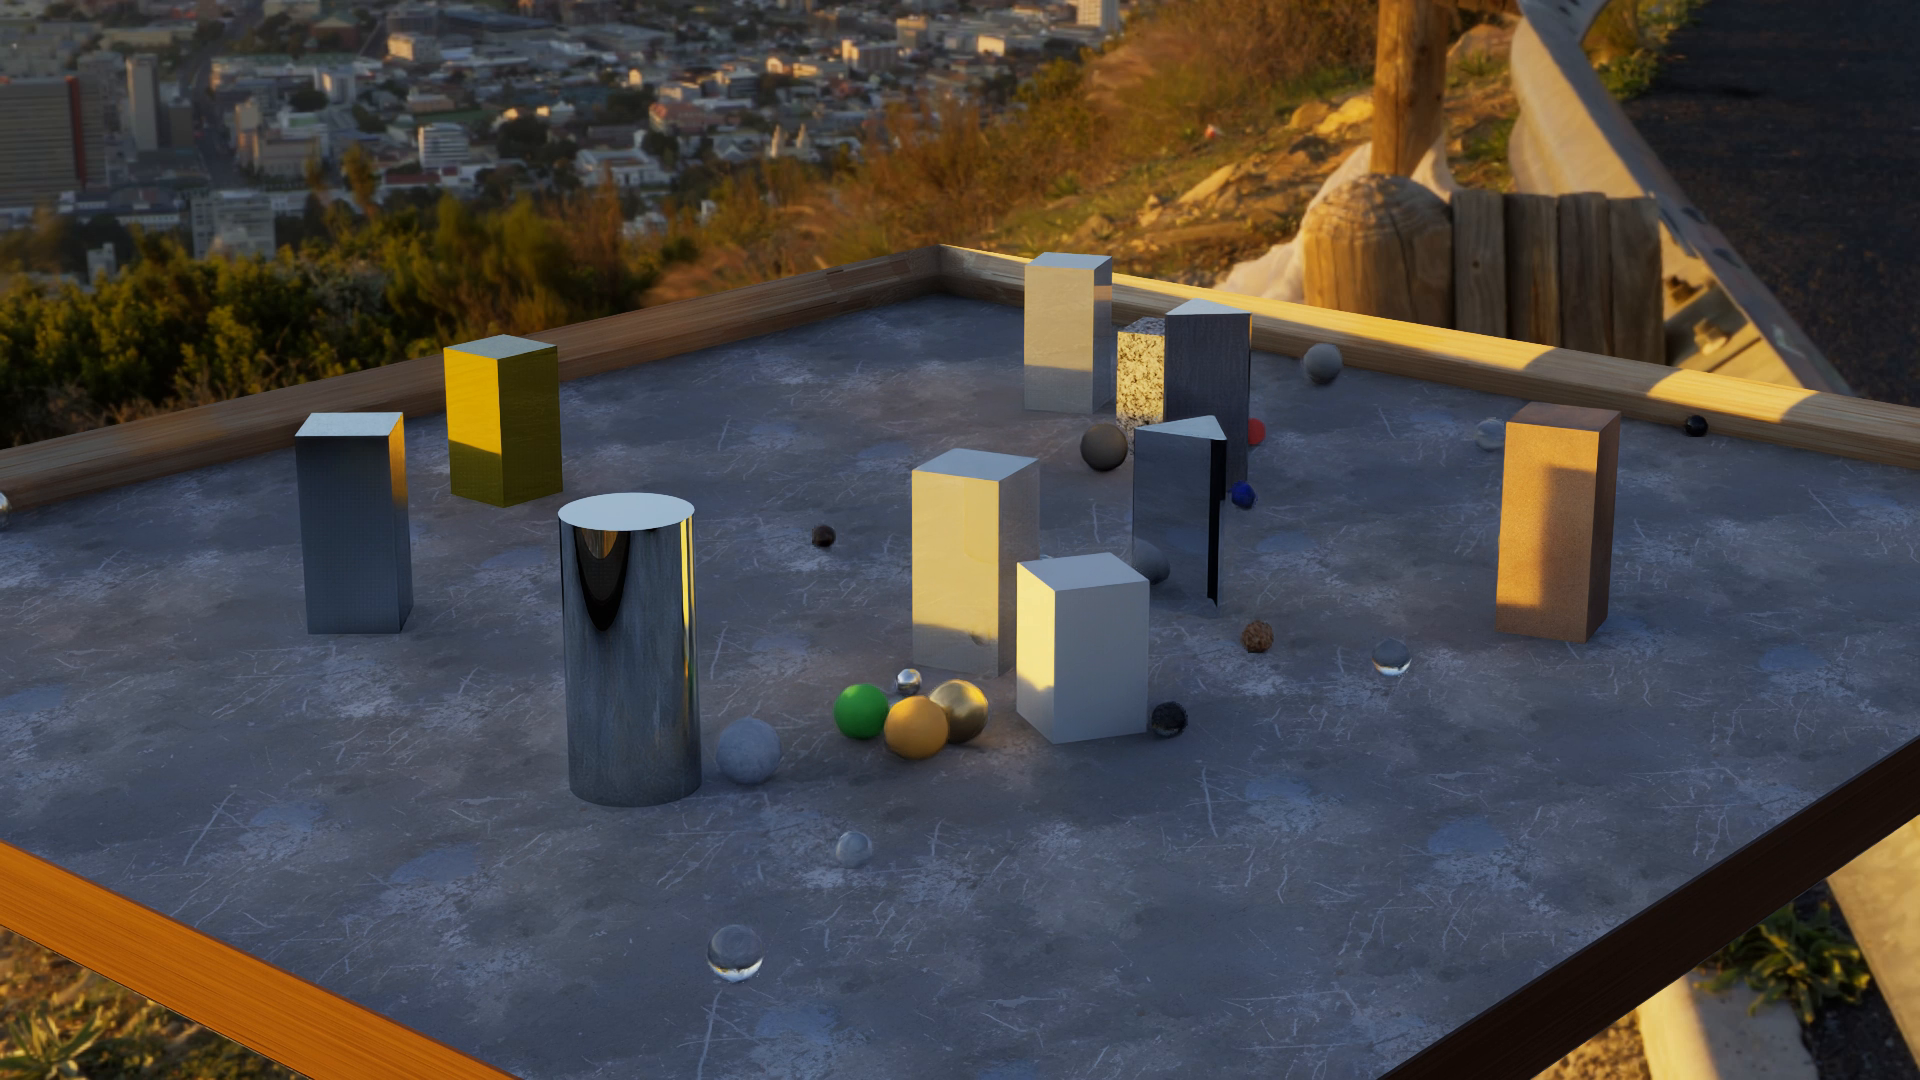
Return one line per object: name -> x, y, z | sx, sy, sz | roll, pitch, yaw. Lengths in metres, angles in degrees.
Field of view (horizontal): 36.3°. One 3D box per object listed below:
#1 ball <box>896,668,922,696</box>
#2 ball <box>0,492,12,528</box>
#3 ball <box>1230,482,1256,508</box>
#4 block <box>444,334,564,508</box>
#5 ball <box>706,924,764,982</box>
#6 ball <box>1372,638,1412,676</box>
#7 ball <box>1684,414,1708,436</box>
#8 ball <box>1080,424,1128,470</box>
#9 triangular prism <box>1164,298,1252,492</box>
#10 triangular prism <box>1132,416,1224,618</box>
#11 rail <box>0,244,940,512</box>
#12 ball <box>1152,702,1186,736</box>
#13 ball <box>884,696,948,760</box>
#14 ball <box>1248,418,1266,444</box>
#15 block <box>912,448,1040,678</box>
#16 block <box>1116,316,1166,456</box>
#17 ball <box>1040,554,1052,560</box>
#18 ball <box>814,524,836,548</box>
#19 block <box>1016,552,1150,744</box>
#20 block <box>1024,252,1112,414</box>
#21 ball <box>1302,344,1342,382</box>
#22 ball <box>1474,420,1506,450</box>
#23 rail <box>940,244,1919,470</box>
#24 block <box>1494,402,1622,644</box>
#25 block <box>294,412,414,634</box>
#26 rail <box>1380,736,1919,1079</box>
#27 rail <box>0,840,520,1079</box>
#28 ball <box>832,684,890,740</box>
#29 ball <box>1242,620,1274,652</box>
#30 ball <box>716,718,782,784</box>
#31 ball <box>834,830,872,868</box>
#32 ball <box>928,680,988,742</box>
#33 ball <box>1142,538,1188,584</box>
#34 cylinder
ball -> -0.080, 0.224, 4.629 | 0.042, 0.042, 0.042 | 0, 17, 0
ball -> -1.817, -0.056, 5.484 | 0.083, 0.083, 0.083 | 0, 17, 0
ball -> 0.545, -0.086, 5.648 | 0.047, 0.047, 0.047 | 0, 17, 0
block -> -0.888, -0.233, 5.708 | 0.154, 0.294, 0.154 | 14, 21, 38
ball -> -0.278, 0.511, 3.628 | 0.071, 0.071, 0.071 | 0, 17, 0
ball -> 0.694, 0.188, 4.713 | 0.062, 0.062, 0.062 | 0, 17, 0
ball -> 1.546, -0.240, 6.158 | 0.046, 0.046, 0.046 | 0, 17, 0
ball -> 0.290, -0.187, 5.896 | 0.096, 0.096, 0.096 | 0, 17, 0
triangular prism -> 0.473, -0.286, 5.772 | 0.166, 0.358, 0.144 | -2, 17, -5
triangular prism -> 0.403, -0.047, 5.057 | 0.166, 0.314, 0.144 | 9, 19, 26
rail -> -1.266, -0.286, 6.173 | 0.045, 0.125, 3.755 | 14, 22, 39
ball -> 0.316, 0.273, 4.450 | 0.052, 0.052, 0.052 | 0, 17, 0
ball -> -0.065, 0.280, 4.351 | 0.095, 0.095, 0.095 | 0, 17, 0
ball -> 0.610, -0.226, 6.096 | 0.055, 0.055, 0.055 | 0, 17, 0
block -> 0.026, 0.035, 4.762 | 0.154, 0.327, 0.154 | 8, 19, 25
block -> 0.422, -0.313, 6.036 | 0.154, 0.256, 0.154 | 7, 18, 22
ball -> 0.147, 0.052, 5.183 | 0.052, 0.052, 0.052 | 0, 17, 0
ball -> -0.249, -0.007, 5.394 | 0.042, 0.042, 0.042 | 0, 17, 0
block -> 0.186, 0.164, 4.482 | 0.154, 0.243, 0.154 | -6, 18, -19
block -> 0.236, -0.452, 6.392 | 0.154, 0.318, 0.154 | 5, 18, 17
ball -> 0.817, -0.399, 6.616 | 0.086, 0.086, 0.086 | 0, 17, 0
ball -> 1.094, -0.216, 6.046 | 0.065, 0.065, 0.065 | 0, 17, 0
rail -> 1.215, -0.373, 6.460 | 3.401, 0.125, 0.045 | 14, 22, 39
block -> 1.003, -0.031, 4.918 | 0.154, 0.363, 0.154 | 8, 18, 24
block -> -1.019, -0.029, 4.945 | 0.154, 0.344, 0.154 | 0, 17, -2
rail -> 1.266, 0.349, 4.068 | 0.045, 0.125, 3.755 | 14, 22, 39
rail -> -1.215, 0.436, 3.780 | 3.401, 0.125, 0.045 | 14, 22, 39
ball -> -0.150, 0.260, 4.433 | 0.086, 0.086, 0.086 | 0, 17, 0
ball -> 0.491, 0.159, 4.827 | 0.052, 0.052, 0.052 | 0, 17, 0
ball -> -0.307, 0.306, 4.263 | 0.096, 0.096, 0.096 | 0, 17, 0
ball -> -0.144, 0.419, 3.971 | 0.050, 0.050, 0.050 | 0, 17, 0
ball -> -0.004, 0.259, 4.423 | 0.095, 0.095, 0.095 | 0, 17, 0
ball -> 0.361, 0.037, 5.178 | 0.082, 0.082, 0.082 | 0, 17, 0
cylinder -> -0.472, 0.157, 4.212 | 0.192, 0.412, 0.192 | 0, 17, 0
